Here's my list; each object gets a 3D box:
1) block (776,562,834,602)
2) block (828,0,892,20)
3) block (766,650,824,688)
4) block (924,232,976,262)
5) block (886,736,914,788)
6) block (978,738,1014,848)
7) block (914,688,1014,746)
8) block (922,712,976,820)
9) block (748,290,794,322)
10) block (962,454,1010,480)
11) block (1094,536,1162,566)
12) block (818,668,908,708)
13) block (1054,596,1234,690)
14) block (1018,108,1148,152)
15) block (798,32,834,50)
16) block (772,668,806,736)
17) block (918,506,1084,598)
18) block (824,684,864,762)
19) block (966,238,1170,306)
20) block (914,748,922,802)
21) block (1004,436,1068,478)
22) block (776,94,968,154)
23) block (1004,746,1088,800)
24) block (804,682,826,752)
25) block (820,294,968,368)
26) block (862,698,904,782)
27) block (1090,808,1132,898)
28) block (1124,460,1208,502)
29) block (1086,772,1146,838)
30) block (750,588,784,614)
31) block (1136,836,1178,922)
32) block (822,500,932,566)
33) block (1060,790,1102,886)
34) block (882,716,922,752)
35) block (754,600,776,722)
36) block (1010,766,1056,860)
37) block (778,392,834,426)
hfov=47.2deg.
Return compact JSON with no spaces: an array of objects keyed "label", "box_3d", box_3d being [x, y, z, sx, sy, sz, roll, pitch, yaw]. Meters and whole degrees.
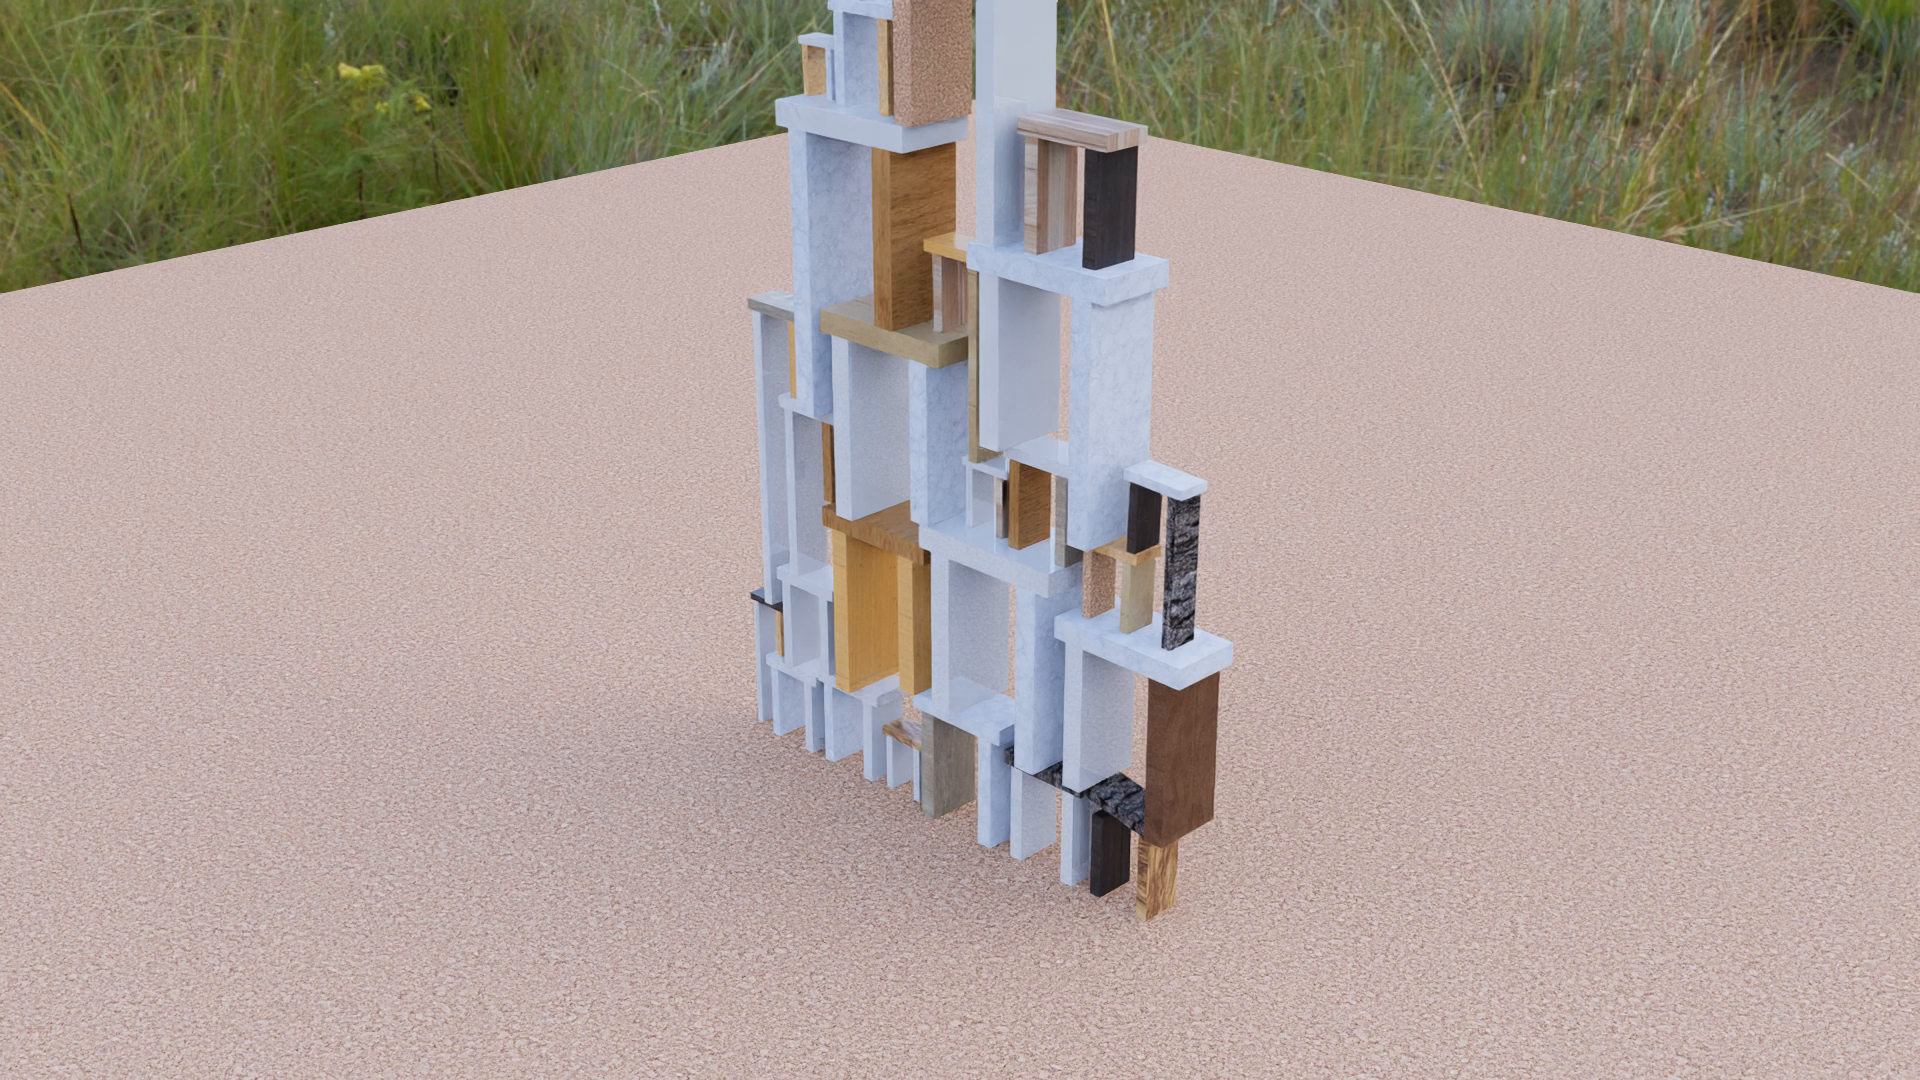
[{"label":"block","box_3d":[-0.292,0.081,4.573,0.173,0.024,0.086,21,31,41]},{"label":"block","box_3d":[-0.149,-0.967,3.975,0.173,0.024,0.086,21,31,40]},{"label":"block","box_3d":[-0.331,0.267,4.692,0.160,0.023,0.080,21,31,41]},{"label":"block","box_3d":[0.012,-0.529,3.995,0.075,0.021,0.149,-21,31,-40]},{"label":"block","box_3d":[-0.124,0.449,4.550,0.017,0.119,0.059,21,31,41]},{"label":"block","box_3d":[0.089,0.478,4.332,0.033,0.236,0.118,21,31,41]},{"label":"block","box_3d":[0.032,0.332,4.331,0.236,0.033,0.118,21,31,40]},{"label":"block","box_3d":[-0.023,0.435,4.434,0.118,0.236,0.033,-21,31,-41]},{"label":"block","box_3d":[-0.343,-0.465,4.398,0.159,0.023,0.080,21,31,40]},{"label":"block","box_3d":[0.067,-0.141,4.102,0.059,0.017,0.119,-21,31,-41]},{"label":"block","box_3d":[0.285,0.009,3.922,0.136,0.019,0.068,21,31,40]},{"label":"block","box_3d":[-0.201,0.294,4.576,0.179,0.025,0.090,21,31,40]},{"label":"block","box_3d":[0.328,0.180,3.949,0.148,0.042,0.295,-21,32,-40]},{"label":"block","box_3d":[0.206,-0.691,3.702,0.102,0.029,0.203,-21,31,-40]},{"label":"block","box_3d":[-0.251,-0.930,4.096,0.096,0.014,0.048,21,31,40]},{"label":"block","box_3d":[-0.369,0.336,4.763,0.023,0.160,0.080,21,31,41]},{"label":"block","box_3d":[0.099,0.015,4.122,0.167,0.047,0.334,-21,31,-41]},{"label":"block","box_3d":[-0.244,0.372,4.655,0.025,0.179,0.090,21,31,41]},{"label":"block","box_3d":[0.185,-0.479,3.822,0.327,0.046,0.163,21,31,41]},{"label":"block","box_3d":[-0.068,0.471,4.499,0.017,0.119,0.059,21,31,41]},{"label":"block","box_3d":[0.171,-0.152,3.976,0.087,0.025,0.174,-21,31,-40]},{"label":"block","box_3d":[-0.165,-0.779,4.068,0.338,0.048,0.169,21,31,40]},{"label":"block","box_3d":[0.191,0.430,4.202,0.099,0.028,0.199,-21,31,-41]},{"label":"block","box_3d":[-0.293,0.366,4.693,0.023,0.160,0.080,21,31,41]},{"label":"block","box_3d":[-0.097,-0.399,4.158,0.320,0.045,0.160,21,31,40]},{"label":"block","box_3d":[-0.159,0.404,4.577,0.025,0.179,0.090,21,30,41]},{"label":"block","box_3d":[0.286,0.583,4.166,0.024,0.172,0.086,21,31,41]},{"label":"block","box_3d":[0.355,-0.104,3.799,0.067,0.019,0.133,-20,31,-39]},{"label":"block","box_3d":[0.329,0.497,4.082,0.086,0.024,0.172,-21,43,-41]},{"label":"block","box_3d":[-0.394,0.126,4.704,0.106,0.015,0.053,22,31,40]},{"label":"block","box_3d":[0.367,0.615,4.091,0.024,0.172,0.086,21,31,41]},{"label":"block","box_3d":[-0.122,-0.029,4.349,0.289,0.041,0.144,21,31,40]},{"label":"block","box_3d":[0.238,0.553,4.203,0.028,0.199,0.099,21,31,41]},{"label":"block","box_3d":[-0.096,0.398,4.498,0.119,0.017,0.059,21,31,41]},{"label":"block","box_3d":[-0.419,0.256,4.786,0.015,0.289,0.053,21,31,41]},{"label":"block","box_3d":[0.144,0.516,4.289,0.099,0.199,0.028,-21,31,-41]},{"label":"block","box_3d":[-0.276,-0.269,4.403,0.167,0.024,0.084,21,31,40]}]
